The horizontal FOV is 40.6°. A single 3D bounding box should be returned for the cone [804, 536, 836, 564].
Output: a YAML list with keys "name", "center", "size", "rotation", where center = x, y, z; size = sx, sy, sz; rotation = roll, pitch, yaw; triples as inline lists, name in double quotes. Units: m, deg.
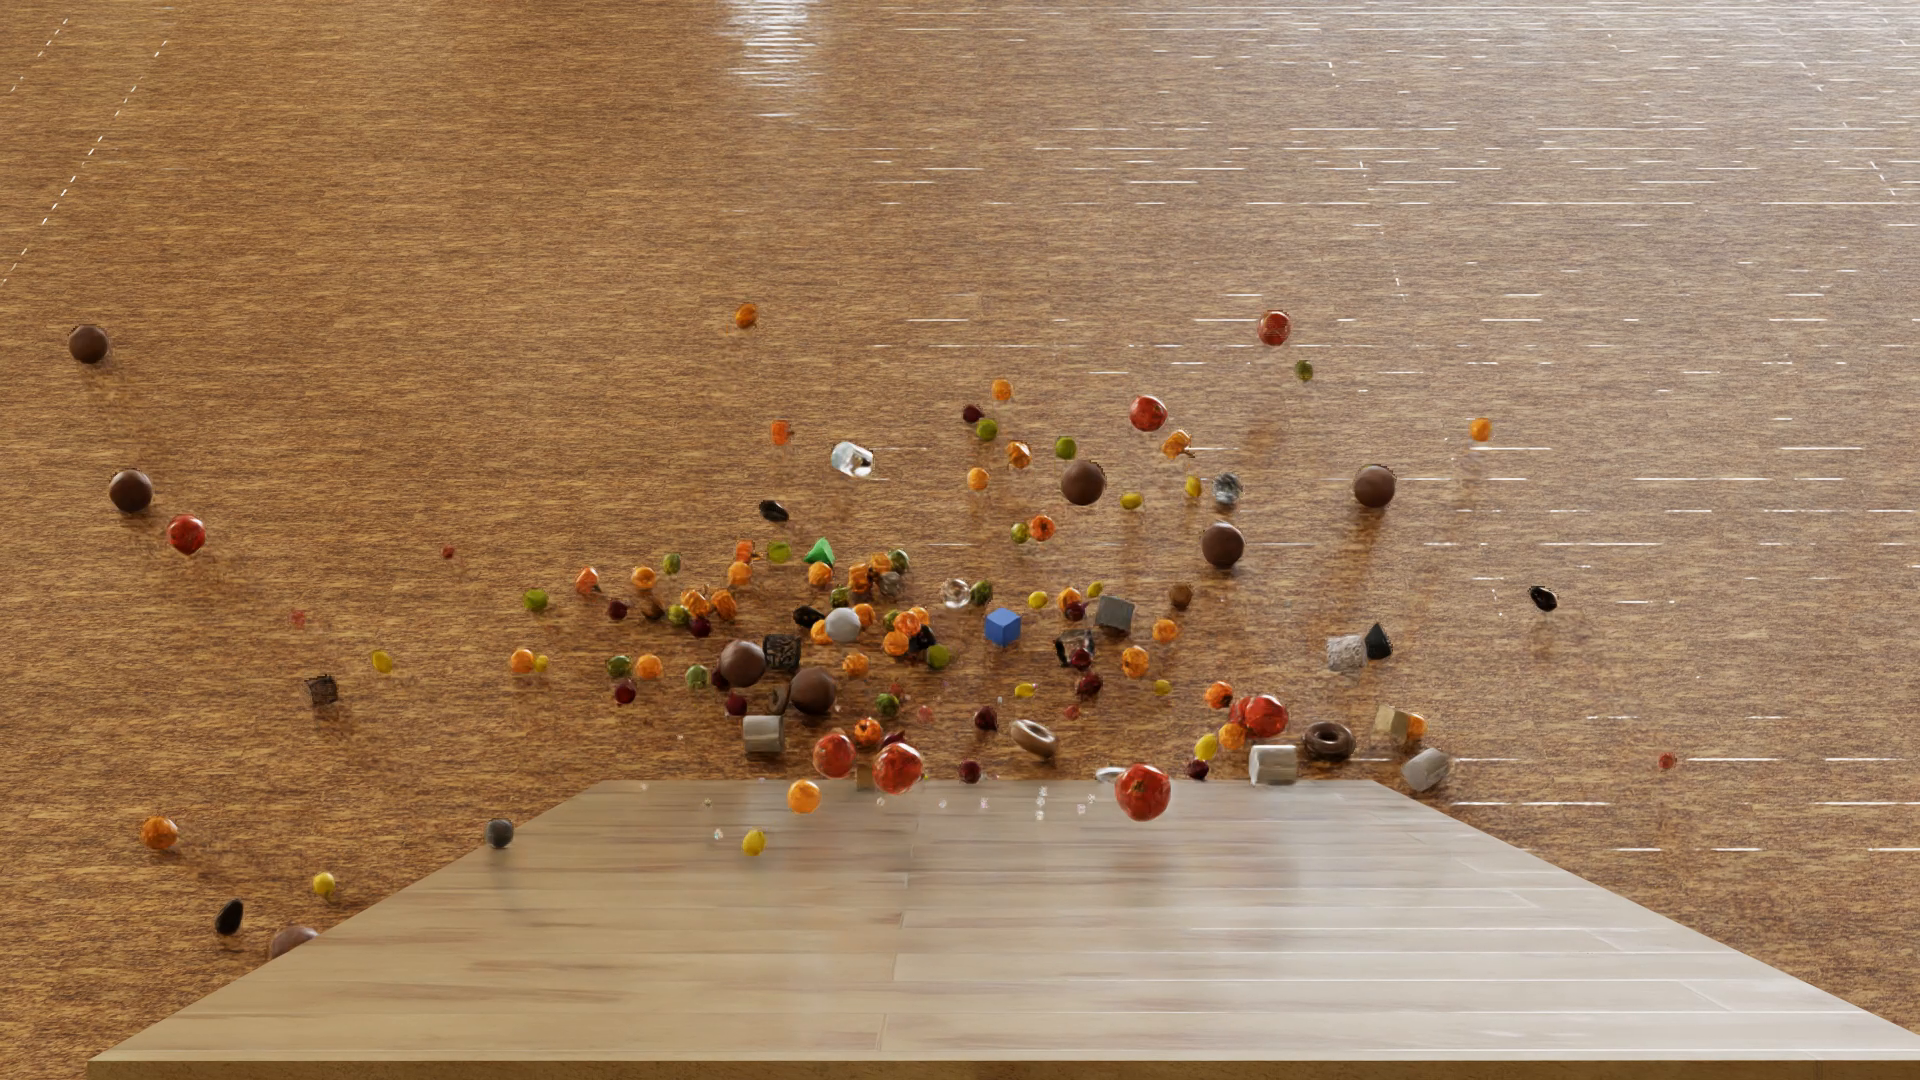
- name: "cone"
  center: [-0.434, 0.049, 7.759]
  size: [0.088, 0.088, 0.088]
  rotation: [-25, 31, 11]

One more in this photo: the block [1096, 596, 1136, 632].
- name: "block"
  center: [0.446, 0.211, 7.441]
  size: [0.079, 0.079, 0.079]
  rotation: [13, -3, 20]

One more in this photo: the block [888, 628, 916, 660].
- name: "block"
  center: [-0.163, 0.294, 7.363]
  size: [0.057, 0.057, 0.057]
  rotation: [16, 36, 23]

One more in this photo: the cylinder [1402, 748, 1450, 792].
- name: "cylinder"
  center: [1.232, 0.606, 6.854]
  size: [0.086, 0.086, 0.086]
  rotation: [-27, 41, -35]

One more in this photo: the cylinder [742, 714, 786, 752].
- name: "cylinder"
  center: [-0.526, 0.519, 6.963]
  size: [0.098, 0.098, 0.098]
  rotation: [-3, 32, 8]

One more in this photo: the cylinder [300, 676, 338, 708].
- name: "cylinder"
  center: [-1.763, 0.419, 7.133]
  size: [0.073, 0.073, 0.073]
  rotation: [-14, 35, -37]

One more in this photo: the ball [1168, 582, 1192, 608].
- name: "ball"
  center: [0.641, 0.161, 7.555]
  size: [0.072, 0.072, 0.072]
  rotation: [0, 33, 0]

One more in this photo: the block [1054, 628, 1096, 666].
- name: "block"
  center: [0.325, 0.304, 7.305]
  size: [0.077, 0.077, 0.077]
  rotation: [-5, 21, 30]

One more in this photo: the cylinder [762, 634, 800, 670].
- name: "cylinder"
  center: [-0.502, 0.315, 7.299]
  size: [0.092, 0.092, 0.092]
  rotation: [4, 33, 7]

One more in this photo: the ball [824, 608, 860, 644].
- name: "ball"
  center: [-0.325, 0.237, 7.185]
  size: [0.099, 0.099, 0.099]
  rotation: [0, 33, 0]

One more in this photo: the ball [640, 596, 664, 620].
- name: "ball"
  center: [-0.889, 0.195, 7.504]
  size: [0.069, 0.069, 0.069]
  rotation: [0, 33, 0]

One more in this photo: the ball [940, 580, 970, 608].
- name: "ball"
  center: [-0.013, 0.157, 7.547]
  size: [0.087, 0.087, 0.087]
  rotation: [0, 33, 0]

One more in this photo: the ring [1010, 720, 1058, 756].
- name: "ring"
  center: [0.199, 0.531, 6.964]
  size: [0.144, 0.048, 0.144]
  rotation: [27, 15, -8]

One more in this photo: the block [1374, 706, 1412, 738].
- name: "block"
  center: [1.167, 0.488, 6.994]
  size: [0.064, 0.064, 0.064]
  rotation: [16, 1, -33]

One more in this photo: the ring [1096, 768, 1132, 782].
- name: "ring"
  center: [0.399, 0.609, 6.714]
  size: [0.096, 0.032, 0.096]
  rotation: [0, 0, 0]

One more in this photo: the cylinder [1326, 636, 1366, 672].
- name: "cylinder"
  center: [1.080, 0.317, 7.241]
  size: [0.094, 0.094, 0.094]
  rotation: [-5, 30, 19]

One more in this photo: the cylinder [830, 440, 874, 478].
- name: "cylinder"
  center: [-0.339, -0.252, 8.133]
  size: [0.094, 0.094, 0.094]
  rotation: [26, 11, -44]

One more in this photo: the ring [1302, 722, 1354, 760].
- name: "ring"
  center: [0.993, 0.540, 6.993]
  size: [0.141, 0.047, 0.141]
  rotation: [-1, 32, 0]

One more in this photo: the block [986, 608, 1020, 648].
- name: "block"
  center: [0.122, 0.249, 7.420]
  size: [0.071, 0.071, 0.071]
  rotation: [27, 41, 35]

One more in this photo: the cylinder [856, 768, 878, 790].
- name: "cylinder"
  center: [-0.231, 0.592, 6.435]
  size: [0.053, 0.053, 0.053]
  rotation: [0, -3, 0]

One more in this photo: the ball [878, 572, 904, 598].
- name: "ball"
  center: [-0.202, 0.130, 7.591]
  size: [0.075, 0.075, 0.075]
  rotation: [0, 33, 0]

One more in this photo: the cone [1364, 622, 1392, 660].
- name: "cone"
  center: [1.181, 0.270, 7.363]
  size: [0.098, 0.098, 0.098]
  rotation: [0, 33, 0]

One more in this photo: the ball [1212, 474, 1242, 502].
- name: "ball"
  center: [0.829, -0.160, 8.034]
  size: [0.091, 0.091, 0.091]
  rotation: [0, 33, 0]

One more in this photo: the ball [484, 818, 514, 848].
- name: "ball"
  center: [-0.888, 0.565, 4.995]
  size: [0.056, 0.056, 0.056]
  rotation: [0, 33, 0]

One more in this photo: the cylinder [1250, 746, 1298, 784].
- name: "cylinder"
  center: [0.782, 0.562, 6.481]
  size: [0.099, 0.099, 0.099]
  rotation: [1, 33, -7]

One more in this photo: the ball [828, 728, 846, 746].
- name: "ball"
  center: [-0.332, 0.532, 7.002]
  size: [0.050, 0.050, 0.050]
  rotation: [0, 33, 0]

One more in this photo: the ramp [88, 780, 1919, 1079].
- name: "ramp"
  center: [0.073, 0.639, 4.751]
  size: [2.000, 0.100, 4.000]
  rotation: [0, -1, 0]
